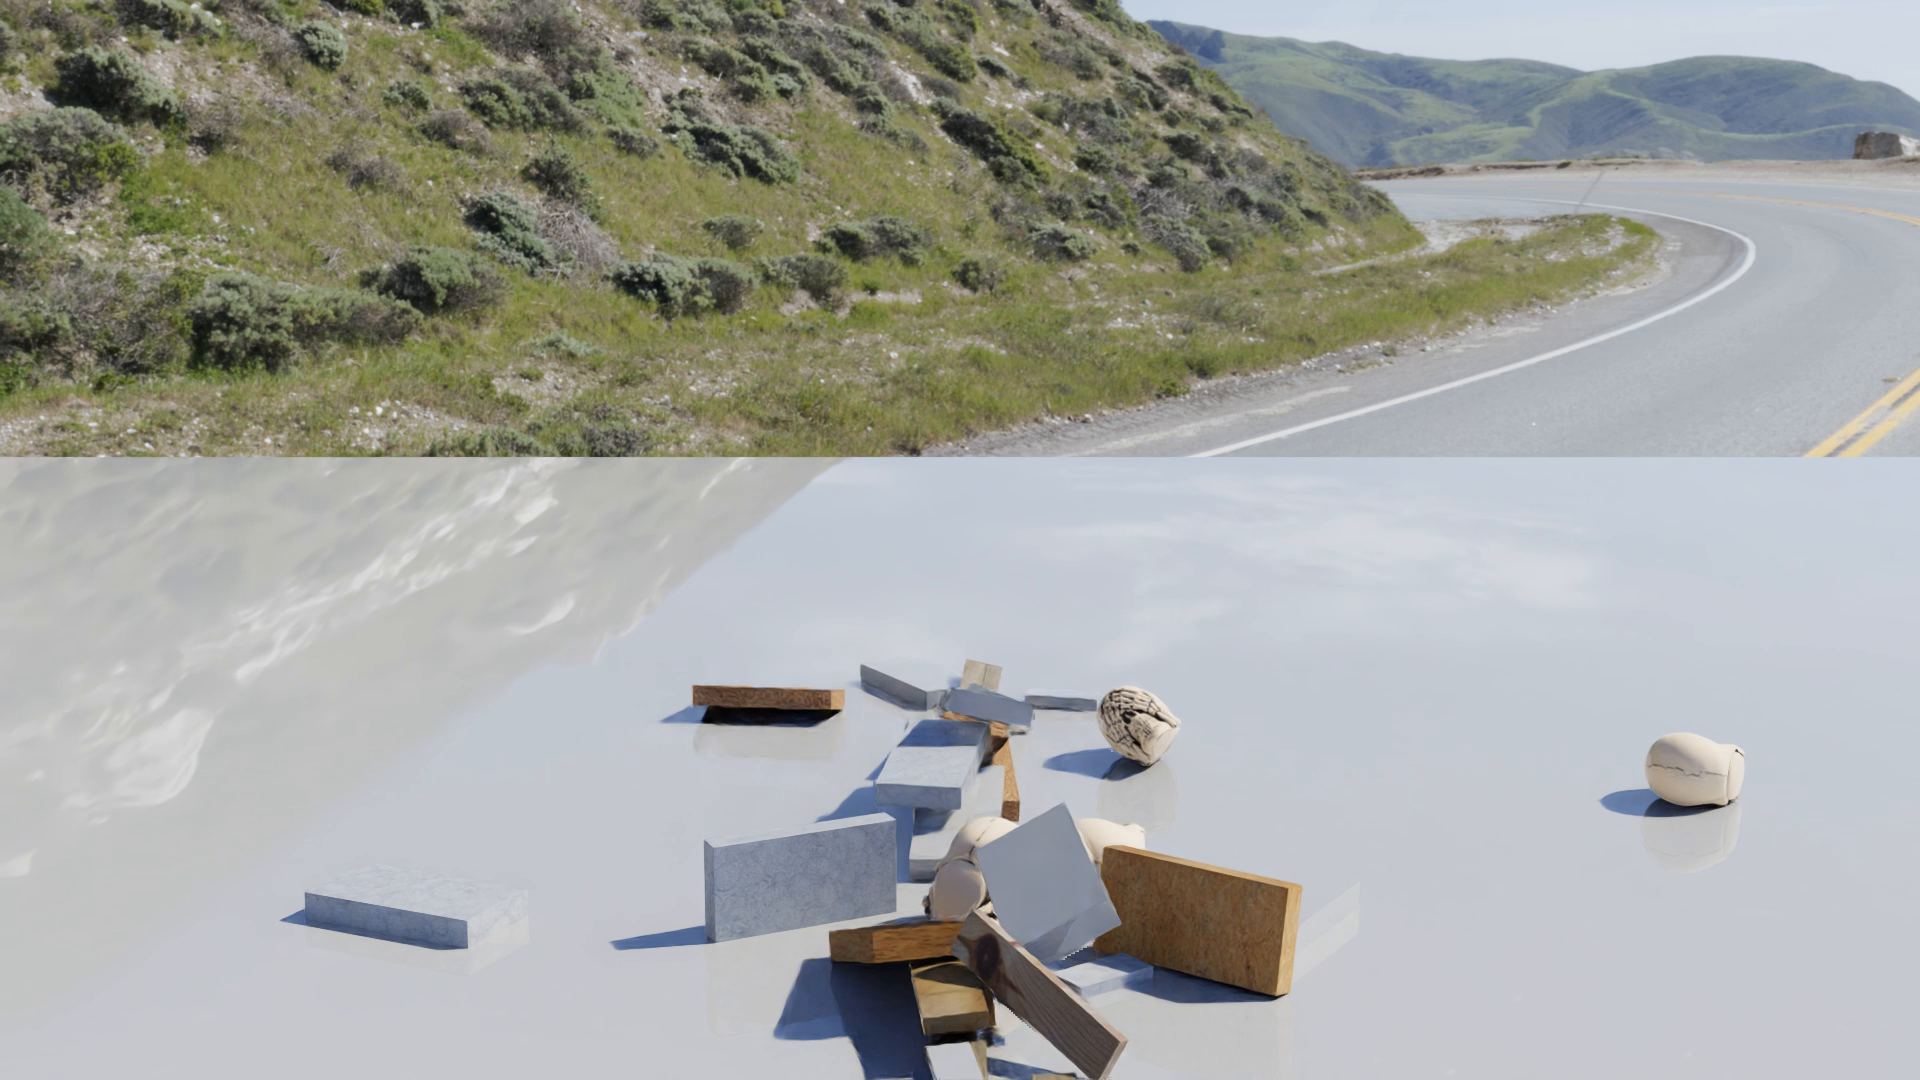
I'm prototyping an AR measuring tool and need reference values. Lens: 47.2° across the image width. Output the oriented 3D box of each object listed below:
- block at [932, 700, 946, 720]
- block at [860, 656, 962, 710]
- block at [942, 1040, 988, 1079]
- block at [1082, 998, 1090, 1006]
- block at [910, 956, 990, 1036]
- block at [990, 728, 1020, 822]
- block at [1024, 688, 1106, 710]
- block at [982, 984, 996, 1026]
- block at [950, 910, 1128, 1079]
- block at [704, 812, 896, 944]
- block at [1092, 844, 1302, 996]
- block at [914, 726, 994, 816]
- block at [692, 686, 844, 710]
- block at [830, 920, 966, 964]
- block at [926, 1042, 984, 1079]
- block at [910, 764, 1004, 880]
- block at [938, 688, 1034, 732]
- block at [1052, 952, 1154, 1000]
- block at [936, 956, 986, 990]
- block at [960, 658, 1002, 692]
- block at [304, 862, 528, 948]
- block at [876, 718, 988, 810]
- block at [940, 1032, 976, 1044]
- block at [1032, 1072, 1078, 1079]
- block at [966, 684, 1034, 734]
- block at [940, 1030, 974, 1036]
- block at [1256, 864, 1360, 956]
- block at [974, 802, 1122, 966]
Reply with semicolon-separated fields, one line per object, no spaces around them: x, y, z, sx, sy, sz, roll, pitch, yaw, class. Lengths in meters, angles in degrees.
0.026;0.355;4.465;0.152;0.043;0.304;0;-7;-3;block
-0.087;0.323;4.991;0.152;0.043;0.303;-6;12;-31;block
0.008;0.716;2.872;0.059;0.017;0.210;0;18;-1;block
0.120;0.666;3.205;0.070;0.020;0.140;-6;12;-29;block
-0.016;0.627;3.042;0.089;0.025;0.177;-6;15;-6;block
0.023;0.439;4.182;0.152;0.043;0.304;-1;23;-4;block
0.232;0.352;4.875;0.166;0.023;0.083;3;8;15;block
0.002;0.657;3.107;0.089;0.025;0.177;-4;1;-1;block
0.105;0.621;3.006;0.296;0.070;0.020;37;17;34;block
-0.253;0.538;3.519;0.313;0.157;0.044;-5;12;-26;block
0.355;0.571;3.321;0.320;0.160;0.045;8;2;36;block
-0.012;0.444;4.052;0.150;0.042;0.300;0;29;-3;block
-0.415;0.343;4.786;0.303;0.043;0.152;1;-3;8;block
-0.085;0.593;3.247;0.157;0.044;0.313;-3;-9;-15;block
-0.005;0.697;2.870;0.059;0.017;0.118;-3;20;-11;block
-0.002;0.492;3.859;0.150;0.042;0.300;1;26;3;block
0.045;0.319;4.108;0.152;0.043;0.308;11;-7;-3;block
0.213;0.651;3.286;0.140;0.020;0.070;-8;13;-36;block
-0.007;0.631;3.213;0.089;0.025;0.177;-5;-1;1;block
0.042;0.324;4.858;0.083;0.023;0.166;13;29;1;block
-0.878;0.588;3.554;0.319;0.045;0.160;5;12;24;block
-0.046;0.398;3.938;0.150;0.042;0.300;2;18;10;block
-0.002;0.703;3.026;0.048;0.014;0.096;0;11;-1;block
0.132;0.729;2.873;0.059;0.017;0.118;-1;11;-7;block
0.085;0.359;4.692;0.023;0.083;0.166;-45;29;-18;block
-0.006;0.677;3.098;0.048;0.014;0.096;-5;1;-2;block
0.502;0.596;3.511;0.160;0.045;0.320;7;12;32;block
0.124;0.504;3.204;0.157;0.044;0.313;-29;21;2;block
